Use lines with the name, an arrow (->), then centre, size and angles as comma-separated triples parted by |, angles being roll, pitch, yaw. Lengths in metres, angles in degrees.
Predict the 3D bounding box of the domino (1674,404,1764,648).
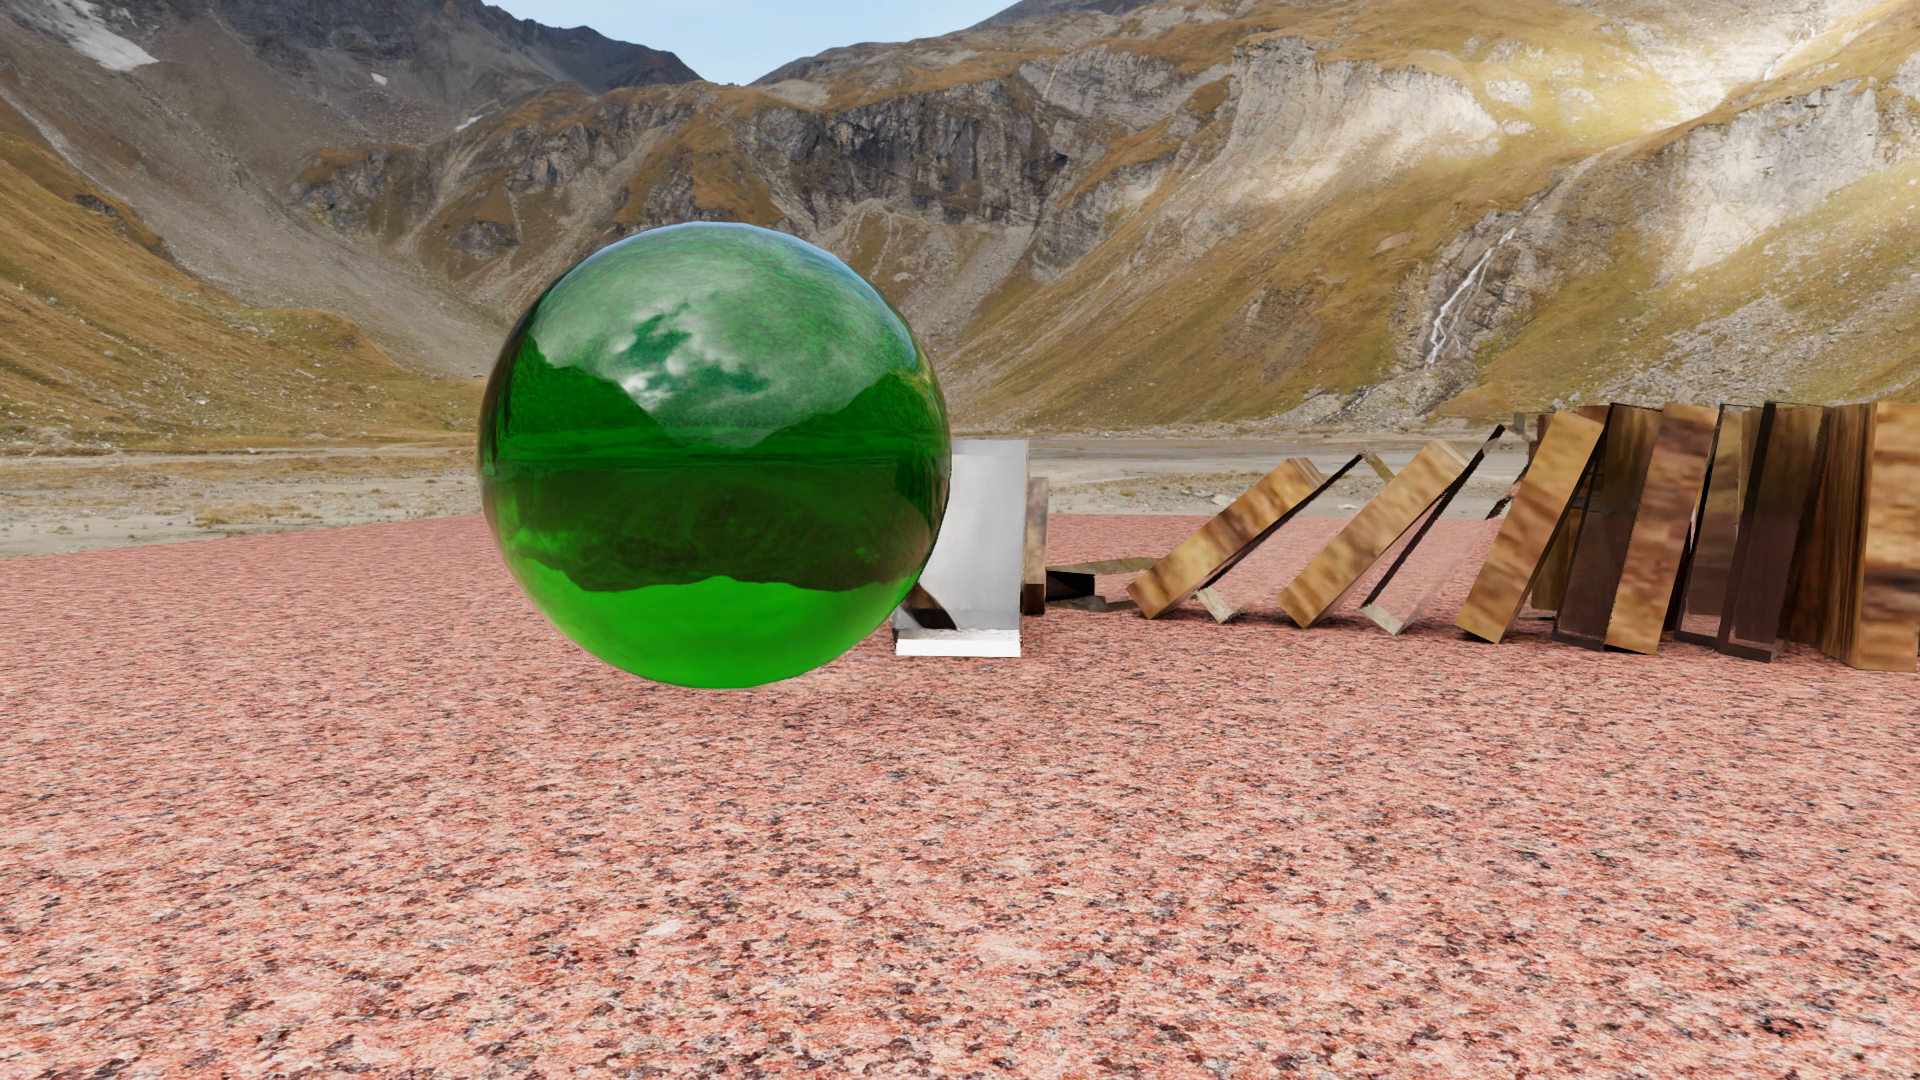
domino -> 0.164, -0.003, 0.274 | 0.010, 0.050, 0.025 | 12, 10, 33

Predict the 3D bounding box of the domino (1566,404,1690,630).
domino -> 0.152, -0.005, 0.292 | 0.025, 0.050, 0.010 | 1, 4, -19

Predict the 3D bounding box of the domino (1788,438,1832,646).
domino -> 0.183, -0.003, 0.275 | 0.009, 0.050, 0.025 | -1, 4, -15

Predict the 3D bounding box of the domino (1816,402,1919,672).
domino -> 0.178, -0.001, 0.250 | 0.010, 0.050, 0.025 | 3, 5, 19

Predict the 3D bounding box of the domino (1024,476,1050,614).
domino -> 0.010, 0.000, 0.339 | 0.025, 0.010, 0.050 | 0, 35, 5

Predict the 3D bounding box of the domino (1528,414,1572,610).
domino -> 0.160, -0.007, 0.327 | 0.009, 0.050, 0.025 | -3, 5, -37

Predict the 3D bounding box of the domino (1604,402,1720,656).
domino -> 0.146, -0.003, 0.267 | 0.009, 0.050, 0.025 | 15, 11, 28

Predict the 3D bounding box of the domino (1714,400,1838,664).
domino -> 0.163, -0.002, 0.257 | 0.009, 0.050, 0.025 | 13, 12, 38

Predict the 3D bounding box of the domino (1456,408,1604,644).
domino -> 0.125, -0.003, 0.279 | 0.009, 0.050, 0.025 | 27, 16, 25

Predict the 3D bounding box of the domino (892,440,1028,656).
domino -> 0.001, 0.001, 0.269 | 0.025, 0.050, 0.009 | 0, -38, 5

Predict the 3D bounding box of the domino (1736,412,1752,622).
domino -> 0.200, -0.005, 0.304 | 0.025, 0.050, 0.009 | 0, 4, -1

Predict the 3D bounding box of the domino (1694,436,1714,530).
domino -> 0.198, -0.008, 0.335 | 0.009, 0.050, 0.025 | 2, 5, 29

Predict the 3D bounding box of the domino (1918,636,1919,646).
domino -> 0.213, -0.002, 0.267 | 0.025, 0.050, 0.009 | 3, 5, 31

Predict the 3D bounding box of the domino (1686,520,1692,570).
domino -> 0.178, -0.008, 0.337 | 0.009, 0.050, 0.025 | -1, 5, -18

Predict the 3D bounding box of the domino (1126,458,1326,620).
domino -> 0.066, -0.001, 0.313 | 0.050, 0.010, 0.025 | -41, -13, 22

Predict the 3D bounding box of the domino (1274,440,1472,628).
domino -> 0.097, -0.001, 0.298 | 0.010, 0.050, 0.025 | 47, 24, 18

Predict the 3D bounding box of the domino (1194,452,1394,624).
domino -> 0.081, -0.001, 0.307 | 0.050, 0.009, 0.025 | -43, -14, 21

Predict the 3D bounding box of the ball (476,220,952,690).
ball -> -0.041, -0.014, 0.222 | 0.080, 0.080, 0.080 | 0, 4, 0

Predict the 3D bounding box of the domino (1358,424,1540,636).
domino -> 0.111, -0.002, 0.289 | 0.010, 0.050, 0.025 | 40, 21, 21

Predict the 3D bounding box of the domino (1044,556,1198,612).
domino -> 0.045, 0.012, 0.350 | 0.025, 0.010, 0.050 | 4, 6, 43

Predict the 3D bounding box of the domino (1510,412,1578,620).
domino -> 0.148, -0.006, 0.311 | 0.025, 0.050, 0.009 | 1, 4, 8

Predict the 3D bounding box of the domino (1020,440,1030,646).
domino -> 0.002, 0.000, 0.282 | 0.025, 0.050, 0.009 | 0, -38, 5

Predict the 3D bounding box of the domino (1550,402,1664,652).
domino -> 0.137, -0.003, 0.271 | 0.009, 0.050, 0.025 | 15, 11, 28

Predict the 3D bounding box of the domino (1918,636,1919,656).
domino -> 0.198, -0.001, 0.253 | 0.009, 0.050, 0.025 | -2, 5, -30
